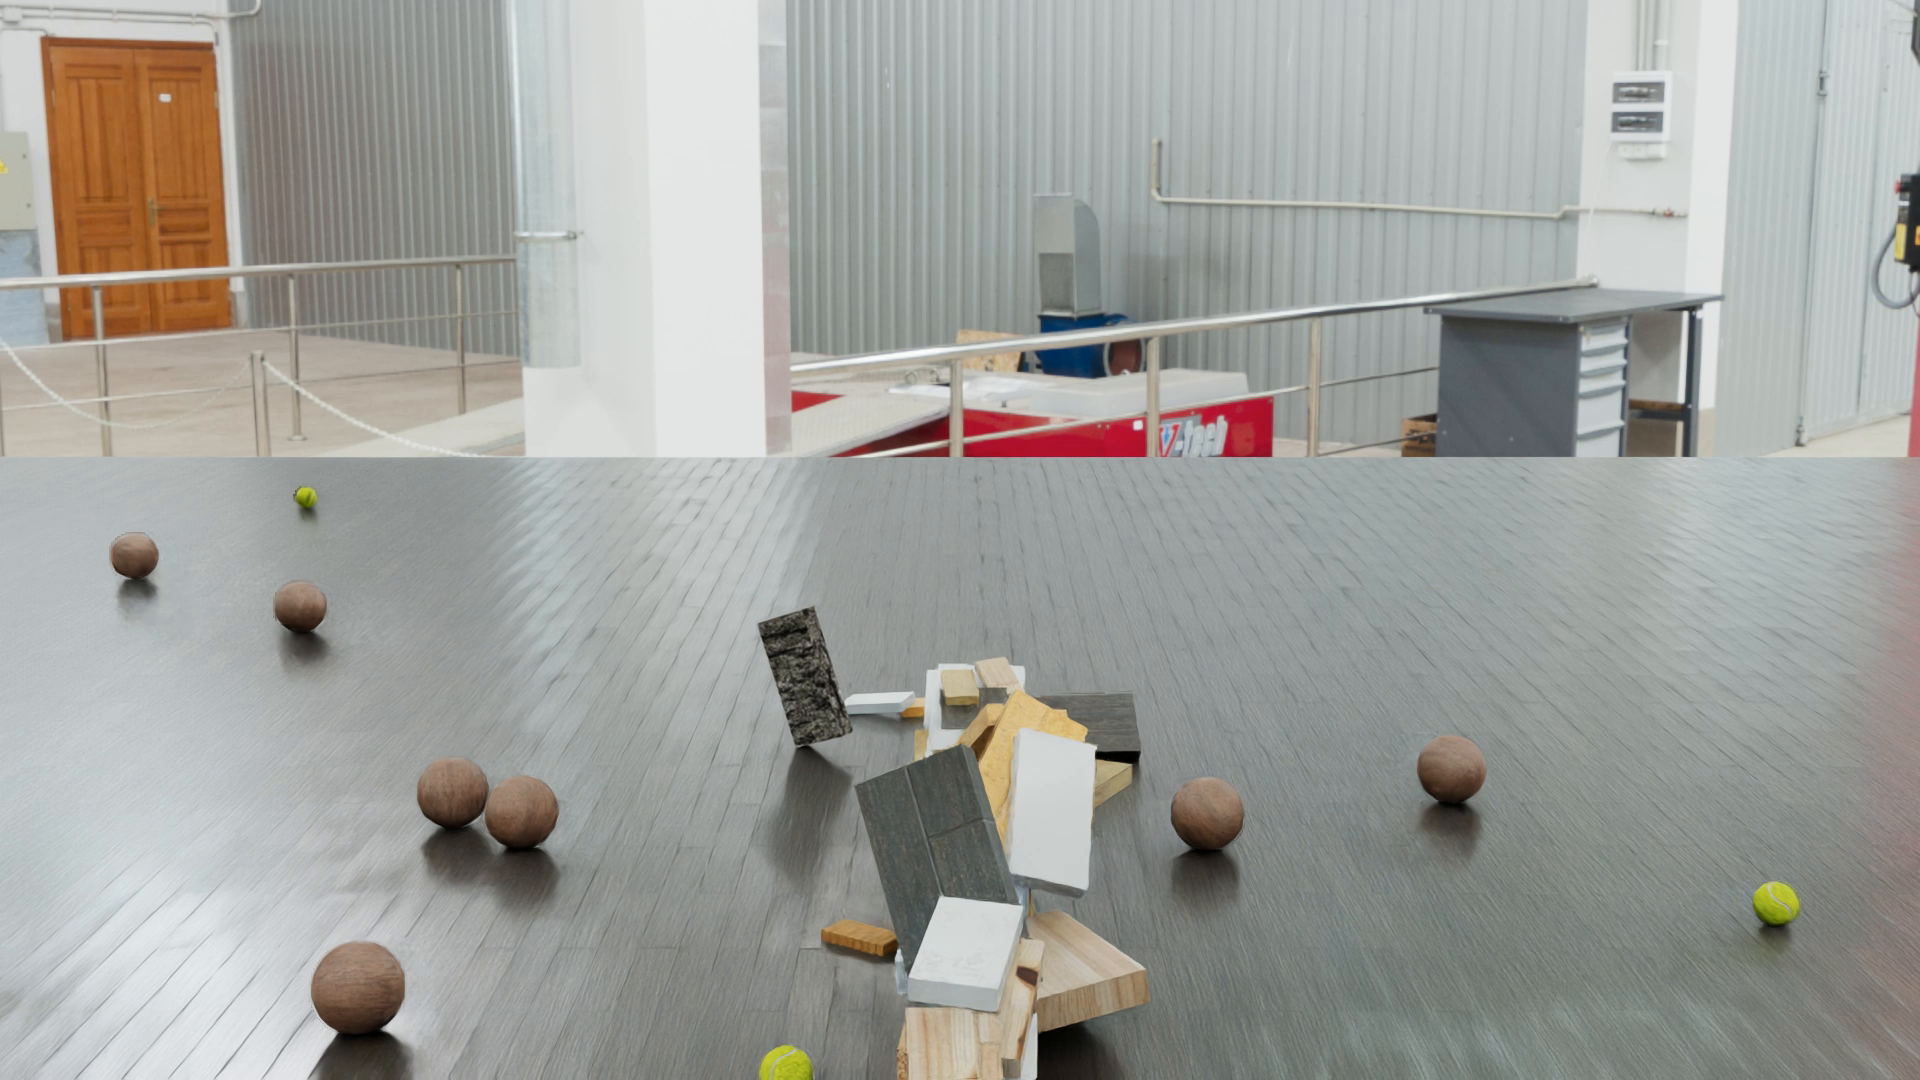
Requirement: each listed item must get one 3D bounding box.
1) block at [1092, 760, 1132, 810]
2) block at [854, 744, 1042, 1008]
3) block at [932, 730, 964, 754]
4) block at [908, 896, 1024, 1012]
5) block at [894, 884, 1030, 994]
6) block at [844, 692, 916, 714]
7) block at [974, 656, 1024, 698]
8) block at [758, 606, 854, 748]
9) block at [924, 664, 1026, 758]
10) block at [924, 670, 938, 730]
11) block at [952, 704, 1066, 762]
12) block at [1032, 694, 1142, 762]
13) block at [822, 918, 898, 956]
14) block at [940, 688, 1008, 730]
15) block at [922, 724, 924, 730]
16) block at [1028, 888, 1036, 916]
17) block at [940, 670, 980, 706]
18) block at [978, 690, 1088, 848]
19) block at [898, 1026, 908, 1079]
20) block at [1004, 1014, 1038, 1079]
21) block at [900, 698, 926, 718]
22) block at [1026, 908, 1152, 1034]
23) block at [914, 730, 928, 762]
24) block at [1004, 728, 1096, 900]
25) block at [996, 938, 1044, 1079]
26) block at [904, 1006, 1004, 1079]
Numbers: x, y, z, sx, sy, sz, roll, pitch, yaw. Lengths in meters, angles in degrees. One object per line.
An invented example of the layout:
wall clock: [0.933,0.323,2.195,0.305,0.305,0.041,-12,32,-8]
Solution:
block: [0.214,0.472,4.200,0.135,0.038,0.269,5,12,27]
block: [-0.018,0.468,3.015,0.167,0.335,0.047,-23,-20,15]
block: [0.020,0.389,3.805,0.125,0.035,0.249,-3,-26,2]
block: [0.009,0.516,2.757,0.110,0.031,0.221,6,18,8]
block: [0.008,0.569,3.222,0.167,0.047,0.375,-6,9,5]
block: [-0.180,0.356,4.801,0.148,0.021,0.074,-4,13,22]
block: [0.074,0.264,4.144,0.061,0.017,0.122,-8,31,-14]
block: [-0.318,0.281,4.508,0.135,0.269,0.038,-17,0,40]
block: [0.030,0.342,4.074,0.166,0.047,0.331,2,30,4]
block: [-0.014,0.325,4.360,0.108,0.031,0.217,1,27,1]
block: [0.051,0.369,3.683,0.133,0.038,0.398,6,-27,-16]
block: [0.218,0.383,4.454,0.280,0.038,0.135,-1,54,-7]
block: [-0.151,0.623,3.447,0.120,0.017,0.060,7,13,34]
block: [0.029,0.333,3.963,0.125,0.035,0.249,-1,20,-1]
block: [0.015,0.417,4.318,0.108,0.031,0.217,-9,28,-20]
block: [0.046,0.575,3.445,0.134,0.038,0.268,-1,27,-4]
block: [-0.001,0.271,4.057,0.061,0.017,0.122,-2,20,-5]
block: [0.090,0.374,3.429,0.133,0.038,0.266,29,55,-2]
block: [-0.001,0.672,2.915,0.152,0.043,0.303,0,-3,1]
block: [0.015,0.685,2.641,0.152,0.043,0.303,2,30,1]
block: [-0.059,0.365,4.823,0.148,0.021,0.074,-2,11,-11]
block: [0.128,0.613,3.152,0.167,0.047,0.335,-12,9,-17]
block: [-0.001,0.457,3.968,0.166,0.047,0.331,0,30,0]
block: [0.138,0.417,3.369,0.125,0.249,0.035,15,-36,-12]
block: [0.037,0.578,2.751,0.110,0.031,0.221,6,31,7]
block: [-0.005,0.649,2.588,0.110,0.031,0.221,-1,41,-4]
